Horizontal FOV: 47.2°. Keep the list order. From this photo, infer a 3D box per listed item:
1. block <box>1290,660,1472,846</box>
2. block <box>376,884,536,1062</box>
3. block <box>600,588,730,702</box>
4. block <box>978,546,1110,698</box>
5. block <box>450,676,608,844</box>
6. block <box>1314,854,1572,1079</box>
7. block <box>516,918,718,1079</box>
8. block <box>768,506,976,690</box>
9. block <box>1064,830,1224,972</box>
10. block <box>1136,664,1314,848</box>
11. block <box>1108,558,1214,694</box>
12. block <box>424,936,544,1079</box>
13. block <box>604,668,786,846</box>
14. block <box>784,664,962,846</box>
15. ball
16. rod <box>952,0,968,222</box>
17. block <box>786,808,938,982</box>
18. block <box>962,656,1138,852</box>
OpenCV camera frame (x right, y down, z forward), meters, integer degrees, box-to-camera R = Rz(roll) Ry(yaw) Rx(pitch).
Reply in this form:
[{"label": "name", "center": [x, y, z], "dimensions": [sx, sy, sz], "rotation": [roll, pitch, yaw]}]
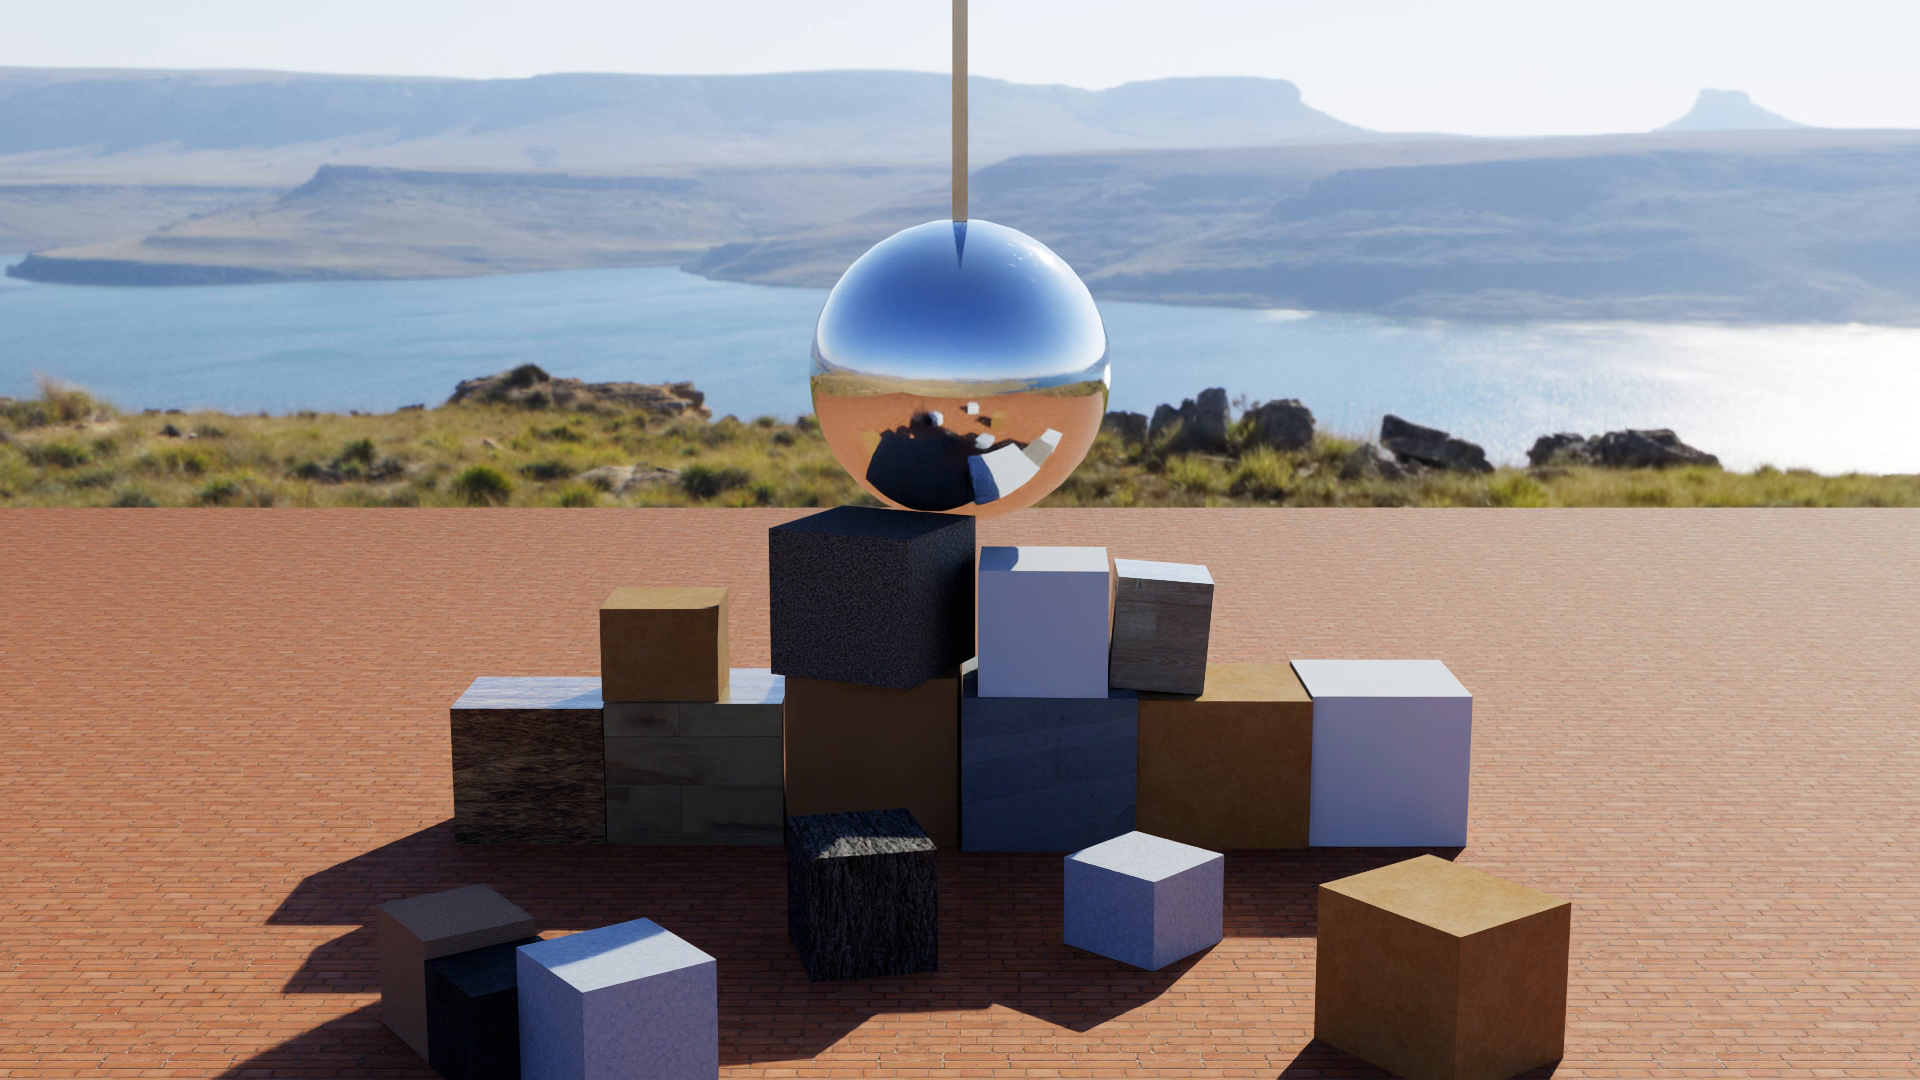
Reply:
[{"label": "block", "center": [2.154, 1.091, 11.393], "dimensions": [0.794, 0.778, 0.787], "rotation": [0, 10, 0]}, {"label": "block", "center": [-2.000, 1.714, 8.756], "dimensions": [0.455, 0.494, 0.507], "rotation": [-7, 12, -34]}, {"label": "block", "center": [-1.500, 0.527, 11.230], "dimensions": [0.584, 0.473, 0.536], "rotation": [0, 10, 0]}, {"label": "block", "center": [0.421, 0.407, 11.132], "dimensions": [0.641, 0.639, 0.652], "rotation": [0, 10, 2]}, {"label": "block", "center": [-2.169, 1.130, 11.373], "dimensions": [0.760, 0.707, 0.656], "rotation": [0, 10, 0]}, {"label": "block", "center": [1.872, 1.679, 8.567], "dimensions": [0.636, 0.632, 0.715], "rotation": [-8, 13, -36]}, {"label": "block", "center": [-1.259, 1.794, 8.083], "dimensions": [0.535, 0.578, 0.543], "rotation": [-7, 13, -35]}, {"label": "block", "center": [-0.434, 0.273, 11.128], "dimensions": [0.769, 0.740, 0.775], "rotation": [5, 11, 25]}, {"label": "block", "center": [0.812, 1.587, 9.721], "dimensions": [0.501, 0.400, 0.498], "rotation": [9, 14, 42]}, {"label": "block", "center": [1.318, 1.102, 11.371], "dimensions": [0.874, 0.763, 0.801], "rotation": [0, 10, 0]}, {"label": "block", "center": [1.010, 0.437, 11.213], "dimensions": [0.475, 0.569, 0.476], "rotation": [5, 10, 0]}, {"label": "block", "center": [-1.721, 1.820, 8.375], "dimensions": [0.471, 0.423, 0.452], "rotation": [-7, 13, -35]}, {"label": "block", "center": [-1.334, 1.112, 11.396], "dimensions": [0.891, 0.736, 0.747], "rotation": [0, 10, 0]}, {"label": "block", "center": [-0.431, 1.047, 11.371], "dimensions": [0.861, 0.871, 0.748], "rotation": [0, 10, 2]}, {"label": "ball", "center": [0.000, -0.887, 11.609], "dimensions": [1.600, 1.600, 1.600], "rotation": [0, 10, 0]}, {"label": "rod", "center": [0.000, -4.157, 10.680], "dimensions": [0.080, 5.200, 0.080], "rotation": [0, 16, 0]}, {"label": "block", "center": [-0.433, 1.537, 9.588], "dimensions": [0.549, 0.545, 0.605], "rotation": [-2, 11, -13]}, {"label": "block", "center": [0.447, 1.090, 11.364], "dimensions": [0.868, 0.789, 0.896], "rotation": [0, 10, 0]}]
